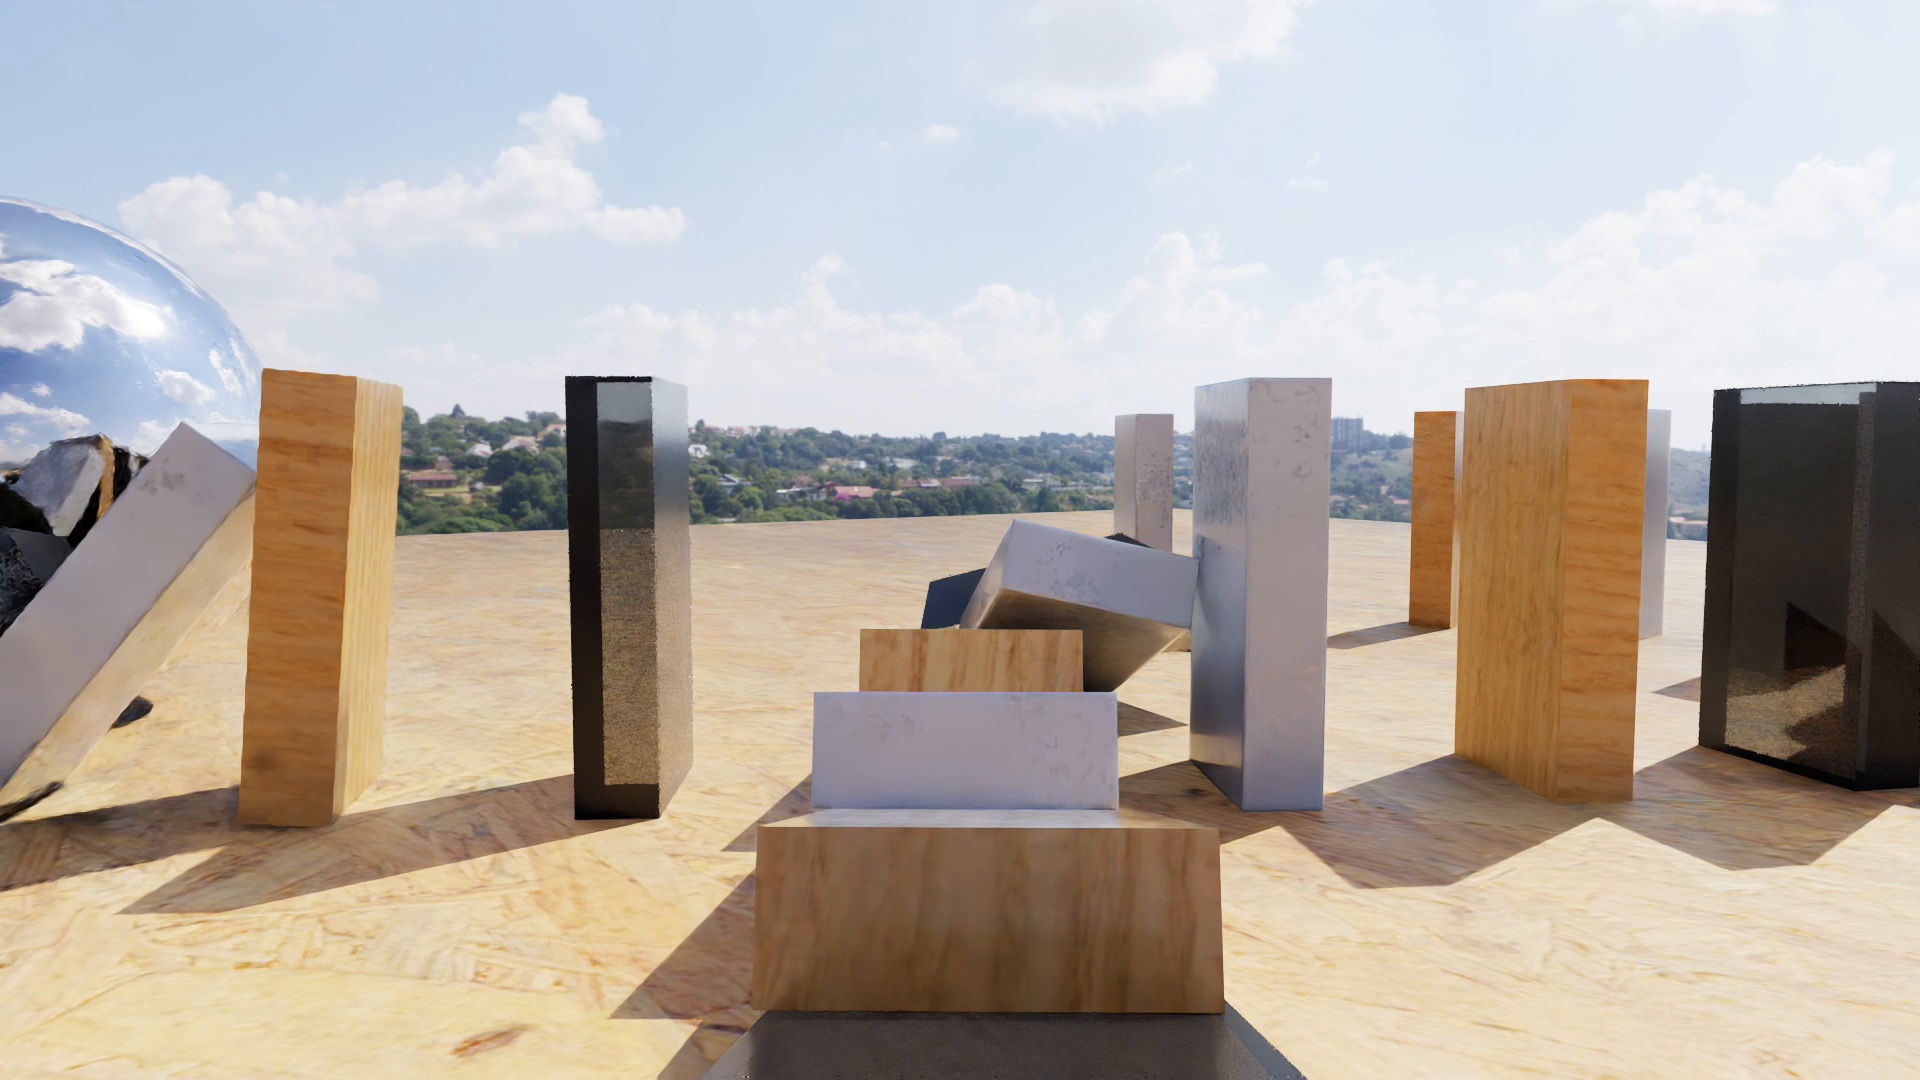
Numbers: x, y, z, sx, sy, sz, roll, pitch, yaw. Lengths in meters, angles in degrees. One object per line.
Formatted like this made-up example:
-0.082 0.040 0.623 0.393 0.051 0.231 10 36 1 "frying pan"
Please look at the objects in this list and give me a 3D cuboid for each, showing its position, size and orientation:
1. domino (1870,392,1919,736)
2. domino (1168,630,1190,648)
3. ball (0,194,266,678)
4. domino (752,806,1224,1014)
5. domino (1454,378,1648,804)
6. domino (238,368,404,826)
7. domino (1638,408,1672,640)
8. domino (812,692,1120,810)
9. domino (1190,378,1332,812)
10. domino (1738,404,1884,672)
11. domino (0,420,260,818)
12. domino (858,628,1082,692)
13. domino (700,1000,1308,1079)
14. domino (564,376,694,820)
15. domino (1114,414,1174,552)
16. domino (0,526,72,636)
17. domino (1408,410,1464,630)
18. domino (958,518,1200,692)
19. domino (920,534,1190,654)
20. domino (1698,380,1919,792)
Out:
0.147 0.004 0.182 0.010 0.050 0.025 -3 5 -33 "domino"
0.052 0.017 0.280 0.050 0.009 0.025 1 4 12 "domino"
-0.148 -0.012 0.197 0.080 0.080 0.080 0 4 0 "ball"
0.002 0.025 0.093 0.025 0.009 0.050 0 -10 1 "domino"
0.074 0.005 0.163 0.009 0.050 0.025 0 4 -6 "domino"
-0.075 0.006 0.153 0.009 0.050 0.025 4 3 -13 "domino"
0.144 -0.003 0.280 0.025 0.050 0.009 -4 6 -40 "domino"
0.001 0.022 0.129 0.025 0.009 0.050 0 -11 1 "domino"
0.037 0.006 0.159 0.010 0.050 0.025 0 4 -4 "domino"
0.164 -0.001 0.248 0.025 0.050 0.009 -2 5 -24 "domino"
-0.098 0.009 0.149 0.009 0.050 0.025 39 -4 -12 "domino"
0.002 0.019 0.168 0.025 0.009 0.050 0 -10 2 "domino"
0.002 0.027 0.055 0.025 0.009 0.050 0 -11 2 "domino"
-0.040 0.006 0.156 0.009 0.050 0.025 0 4 -3 "domino"
0.047 -0.007 0.332 0.009 0.050 0.025 0 4 -5 "domino"
-0.128 0.015 0.144 0.050 0.009 0.025 -30 9 -21 "domino"
0.117 -0.005 0.306 0.009 0.050 0.025 3 5 38 "domino"
0.015 0.012 0.188 0.025 0.009 0.050 12 -19 -4 "domino"
0.018 0.012 0.215 0.025 0.009 0.050 23 -23 -31 "domino"
0.112 0.005 0.169 0.009 0.050 0.025 -1 4 -12 "domino"
